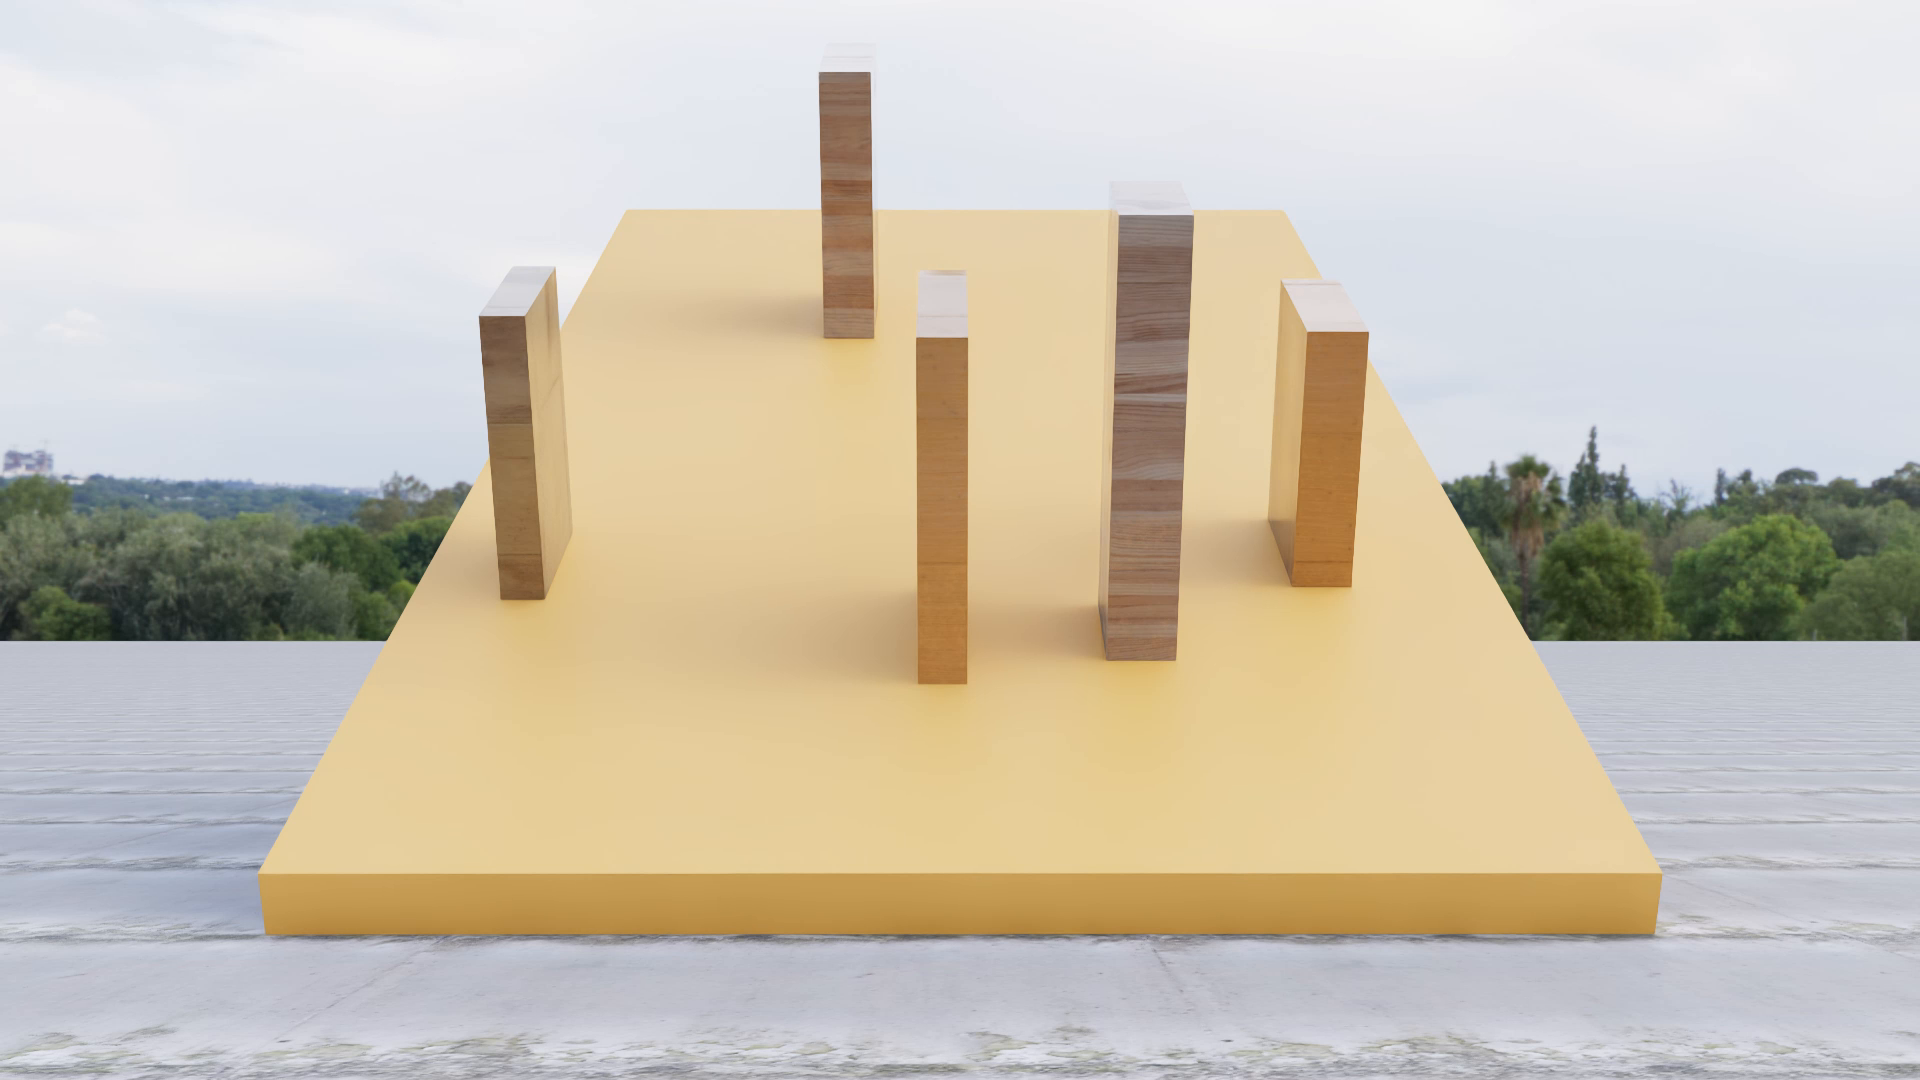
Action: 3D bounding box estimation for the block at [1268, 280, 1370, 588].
[{"bbox_3d":[0.669,-0.206,4.311,0.110,0.491,0.351,0,22,0],"label":"block"}]

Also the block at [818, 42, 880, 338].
[{"bbox_3d":[-0.276,-0.885,5.780,0.125,0.662,0.407,0,22,0],"label":"block"}]

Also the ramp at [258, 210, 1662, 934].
[{"bbox_3d":[-0.006,-0.219,5.139,2.000,0.100,4.000,0,22,0],"label":"ramp"}]

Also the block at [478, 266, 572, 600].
[{"bbox_3d":[-0.797,-0.202,4.233,0.080,0.536,0.335,0,22,0],"label":"block"}]

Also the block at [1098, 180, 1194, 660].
[{"bbox_3d":[0.311,-0.199,3.902,0.120,0.780,0.240,0,22,0],"label":"block"}]

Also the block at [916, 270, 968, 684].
[{"bbox_3d":[-0.030,-0.115,3.924,0.083,0.605,0.409,0,22,0],"label":"block"}]
